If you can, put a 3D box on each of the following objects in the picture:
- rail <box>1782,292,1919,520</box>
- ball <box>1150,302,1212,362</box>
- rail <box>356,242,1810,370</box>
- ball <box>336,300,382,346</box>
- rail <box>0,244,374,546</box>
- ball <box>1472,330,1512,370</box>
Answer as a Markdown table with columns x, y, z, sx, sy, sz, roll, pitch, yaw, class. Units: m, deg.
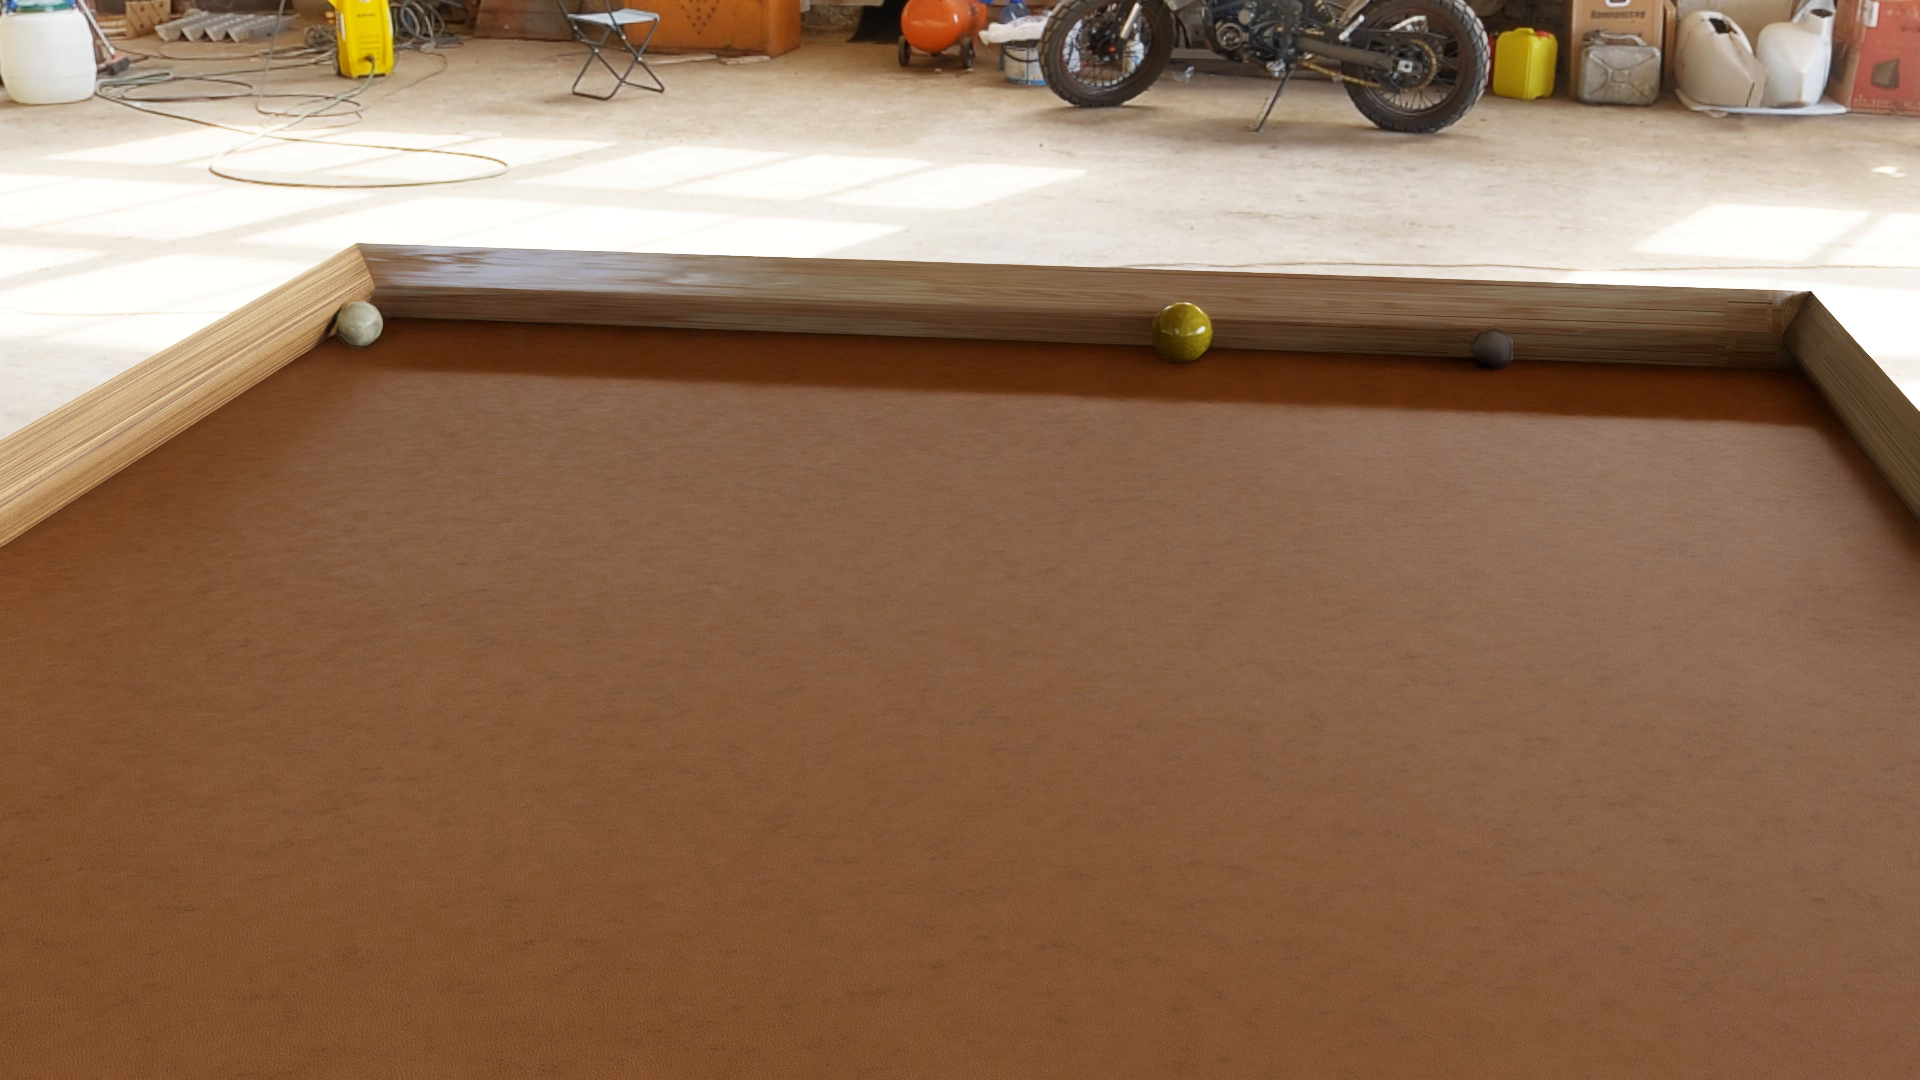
| x | y | z | sx | sy | sz | roll | pitch | yaw | class |
| --- | --- | --- | --- | --- | --- | --- | --- | --- | --- |
| 0.999 | 0.398 | 1.483 | 0.045 | 0.125 | 4.199 | 3 | 21 | 8 | rail |
| 0.350 | -0.328 | 3.475 | 0.096 | 0.096 | 0.096 | 0 | 20 | 0 | ball |
| 0.146 | -0.377 | 3.563 | 2.367 | 0.125 | 0.045 | 3 | 21 | 8 | rail |
| -0.975 | -0.351 | 3.569 | 0.073 | 0.073 | 0.073 | 0 | 20 | 0 | ball |
| -1.297 | 0.283 | 1.792 | 0.045 | 0.125 | 4.199 | 3 | 21 | 8 | rail |
| 0.833 | -0.298 | 3.445 | 0.061 | 0.061 | 0.061 | 0 | 20 | 0 | ball |
